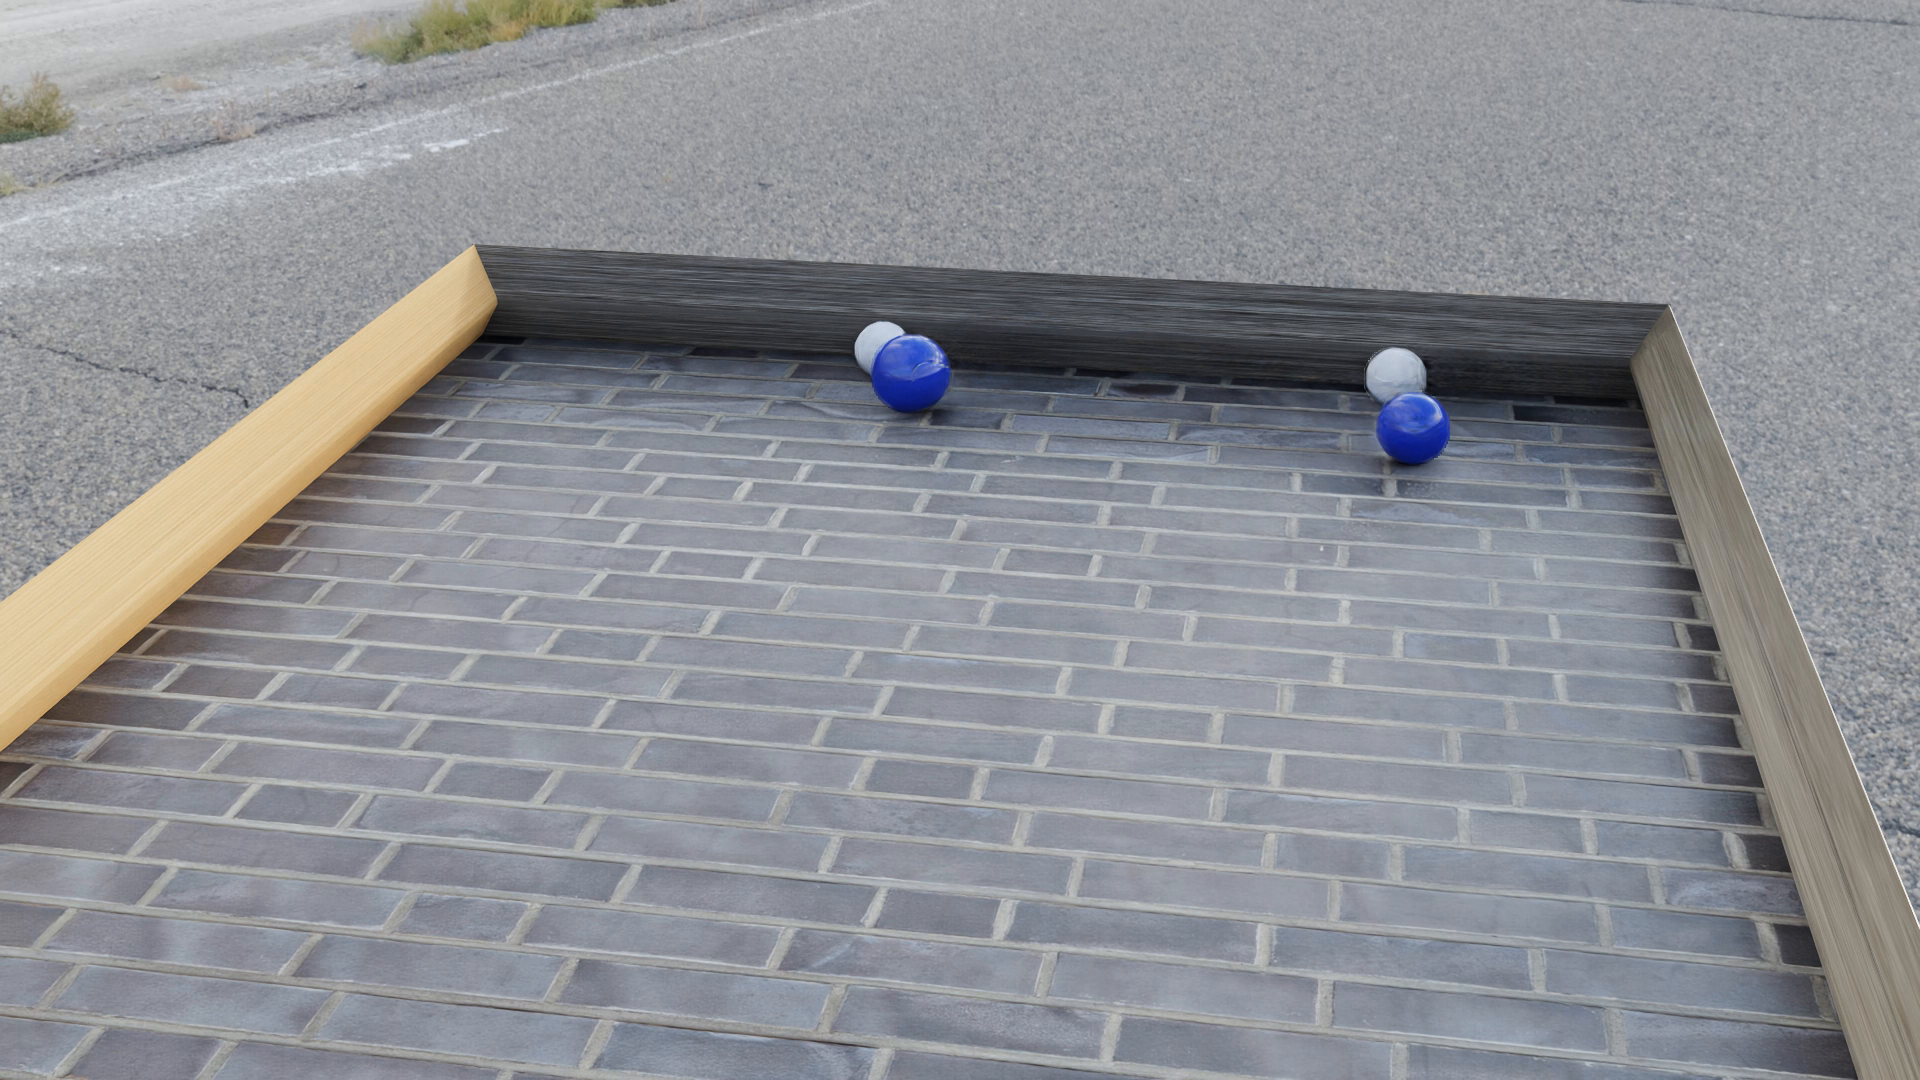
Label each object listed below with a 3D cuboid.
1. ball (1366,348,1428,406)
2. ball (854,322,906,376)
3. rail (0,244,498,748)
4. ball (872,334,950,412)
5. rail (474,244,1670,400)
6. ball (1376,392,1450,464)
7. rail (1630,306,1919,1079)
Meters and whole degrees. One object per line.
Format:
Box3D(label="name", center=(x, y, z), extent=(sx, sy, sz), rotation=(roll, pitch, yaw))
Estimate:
Box3D(label="ball", center=(0.538, -0.200, 2.712), extent=(0.075, 0.075, 0.075), rotation=(0, 24, 0))
Box3D(label="ball", center=(-0.099, -0.243, 2.812), extent=(0.072, 0.072, 0.072), rotation=(0, 24, 0))
Box3D(label="rail", center=(-0.847, 0.188, 1.774), extent=(0.045, 0.125, 2.621), rotation=(4, 24, 9))
Box3D(label="ball", center=(-0.059, -0.205, 2.697), extent=(0.096, 0.096, 0.096), rotation=(0, 24, 0))
Box3D(label="rail", center=(0.106, -0.275, 2.818), extent=(1.543, 0.125, 0.045), rotation=(4, 24, 9))
Box3D(label="ball", center=(0.524, -0.130, 2.544), extent=(0.083, 0.083, 0.083), rotation=(0, 24, 0))
Box3D(label="rail", center=(0.626, 0.290, 1.543), extent=(0.045, 0.125, 2.621), rotation=(4, 24, 9))
